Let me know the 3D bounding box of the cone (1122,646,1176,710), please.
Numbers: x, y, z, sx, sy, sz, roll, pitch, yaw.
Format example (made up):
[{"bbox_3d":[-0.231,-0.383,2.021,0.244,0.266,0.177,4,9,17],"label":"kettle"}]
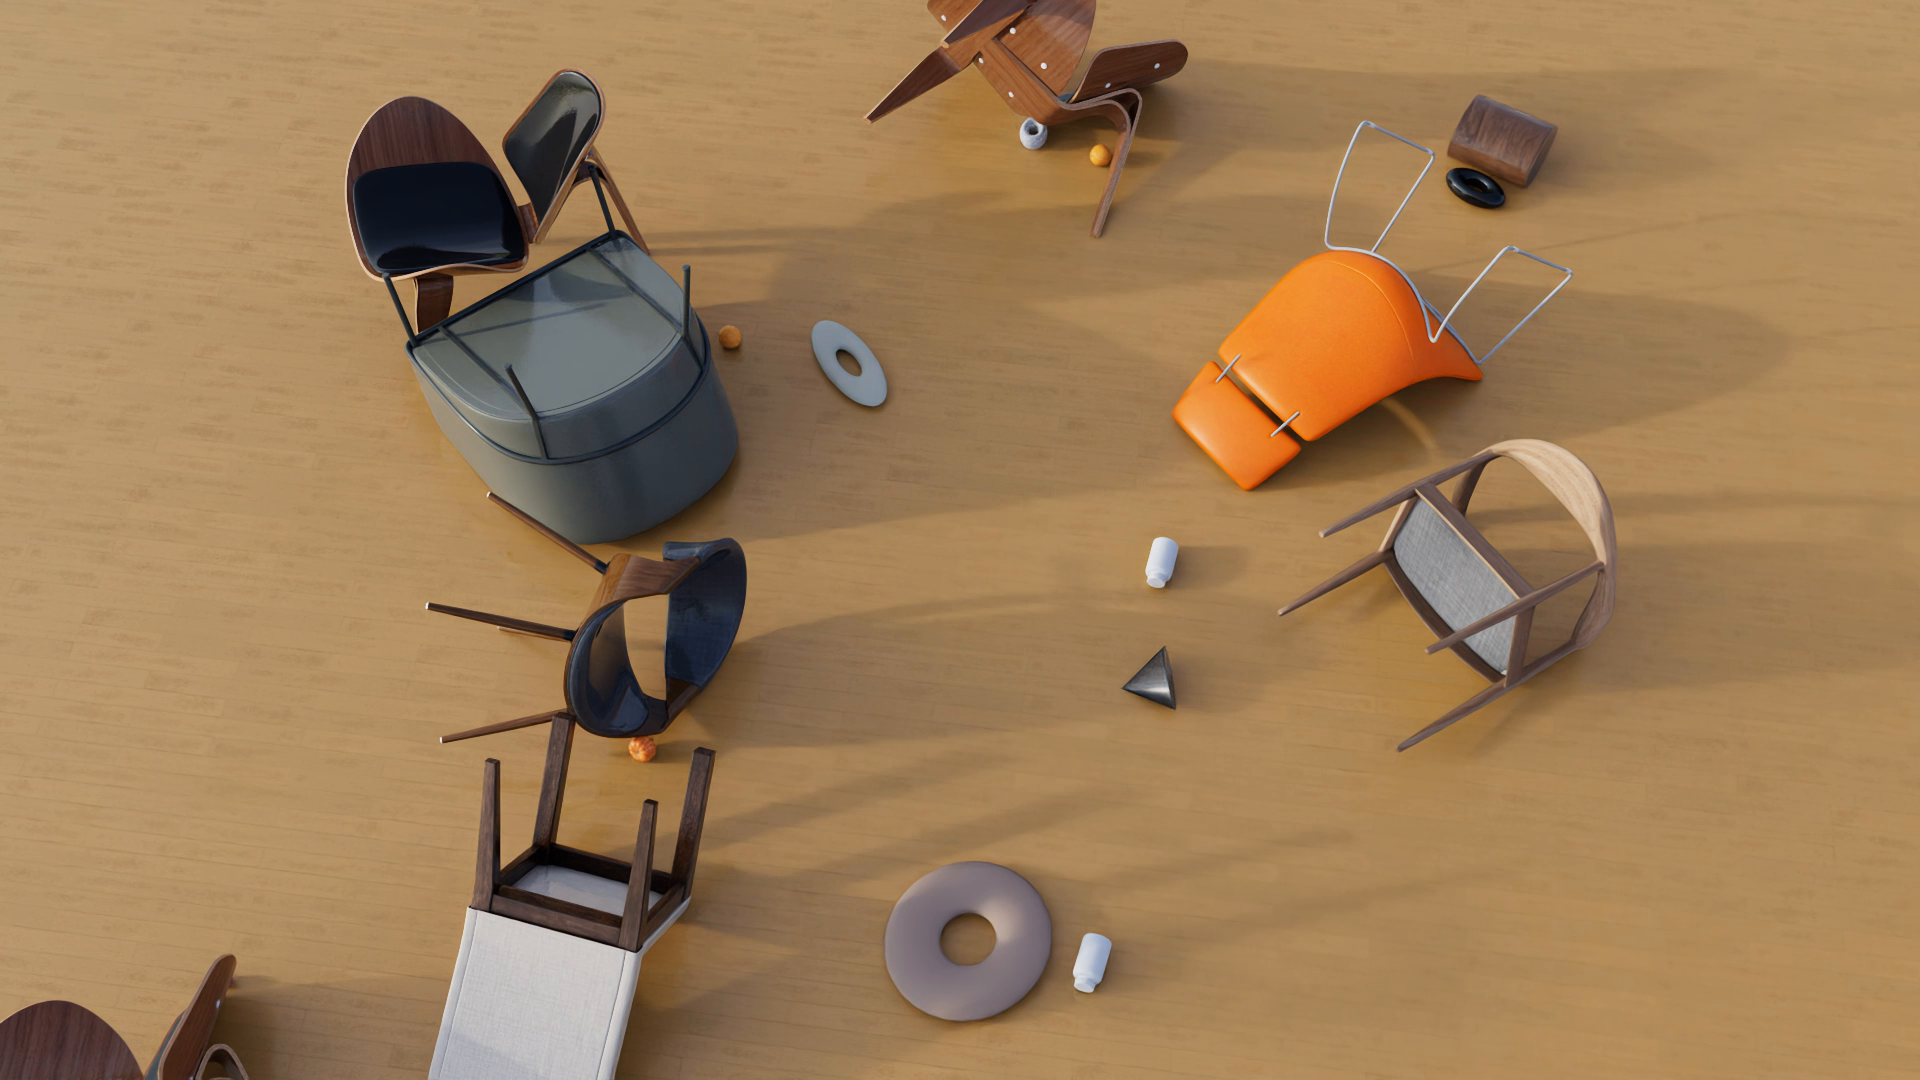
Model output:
[{"bbox_3d":[0.529,0.408,6.273,0.144,0.096,0.206,-14,56,13],"label":"cone"}]

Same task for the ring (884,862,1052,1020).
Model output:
[{"bbox_3d":[0.021,1.058,5.825,0.436,0.066,0.466,31,61,20],"label":"ring"}]

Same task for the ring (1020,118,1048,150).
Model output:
[{"bbox_3d":[0.250,-1.381,7.467,0.095,0.056,0.125,5,58,6],"label":"ring"}]

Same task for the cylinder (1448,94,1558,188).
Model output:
[{"bbox_3d":[1.816,-1.336,7.361,0.282,0.180,0.252,27,67,17],"label":"cylinder"}]

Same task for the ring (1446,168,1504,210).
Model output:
[{"bbox_3d":[1.717,-1.172,7.328,0.217,0.056,0.125,33,61,20],"label":"ring"}]

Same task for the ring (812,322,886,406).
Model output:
[{"bbox_3d":[-0.350,-0.557,6.920,0.168,0.048,0.387,-26,60,-17],"label":"ring"}]
